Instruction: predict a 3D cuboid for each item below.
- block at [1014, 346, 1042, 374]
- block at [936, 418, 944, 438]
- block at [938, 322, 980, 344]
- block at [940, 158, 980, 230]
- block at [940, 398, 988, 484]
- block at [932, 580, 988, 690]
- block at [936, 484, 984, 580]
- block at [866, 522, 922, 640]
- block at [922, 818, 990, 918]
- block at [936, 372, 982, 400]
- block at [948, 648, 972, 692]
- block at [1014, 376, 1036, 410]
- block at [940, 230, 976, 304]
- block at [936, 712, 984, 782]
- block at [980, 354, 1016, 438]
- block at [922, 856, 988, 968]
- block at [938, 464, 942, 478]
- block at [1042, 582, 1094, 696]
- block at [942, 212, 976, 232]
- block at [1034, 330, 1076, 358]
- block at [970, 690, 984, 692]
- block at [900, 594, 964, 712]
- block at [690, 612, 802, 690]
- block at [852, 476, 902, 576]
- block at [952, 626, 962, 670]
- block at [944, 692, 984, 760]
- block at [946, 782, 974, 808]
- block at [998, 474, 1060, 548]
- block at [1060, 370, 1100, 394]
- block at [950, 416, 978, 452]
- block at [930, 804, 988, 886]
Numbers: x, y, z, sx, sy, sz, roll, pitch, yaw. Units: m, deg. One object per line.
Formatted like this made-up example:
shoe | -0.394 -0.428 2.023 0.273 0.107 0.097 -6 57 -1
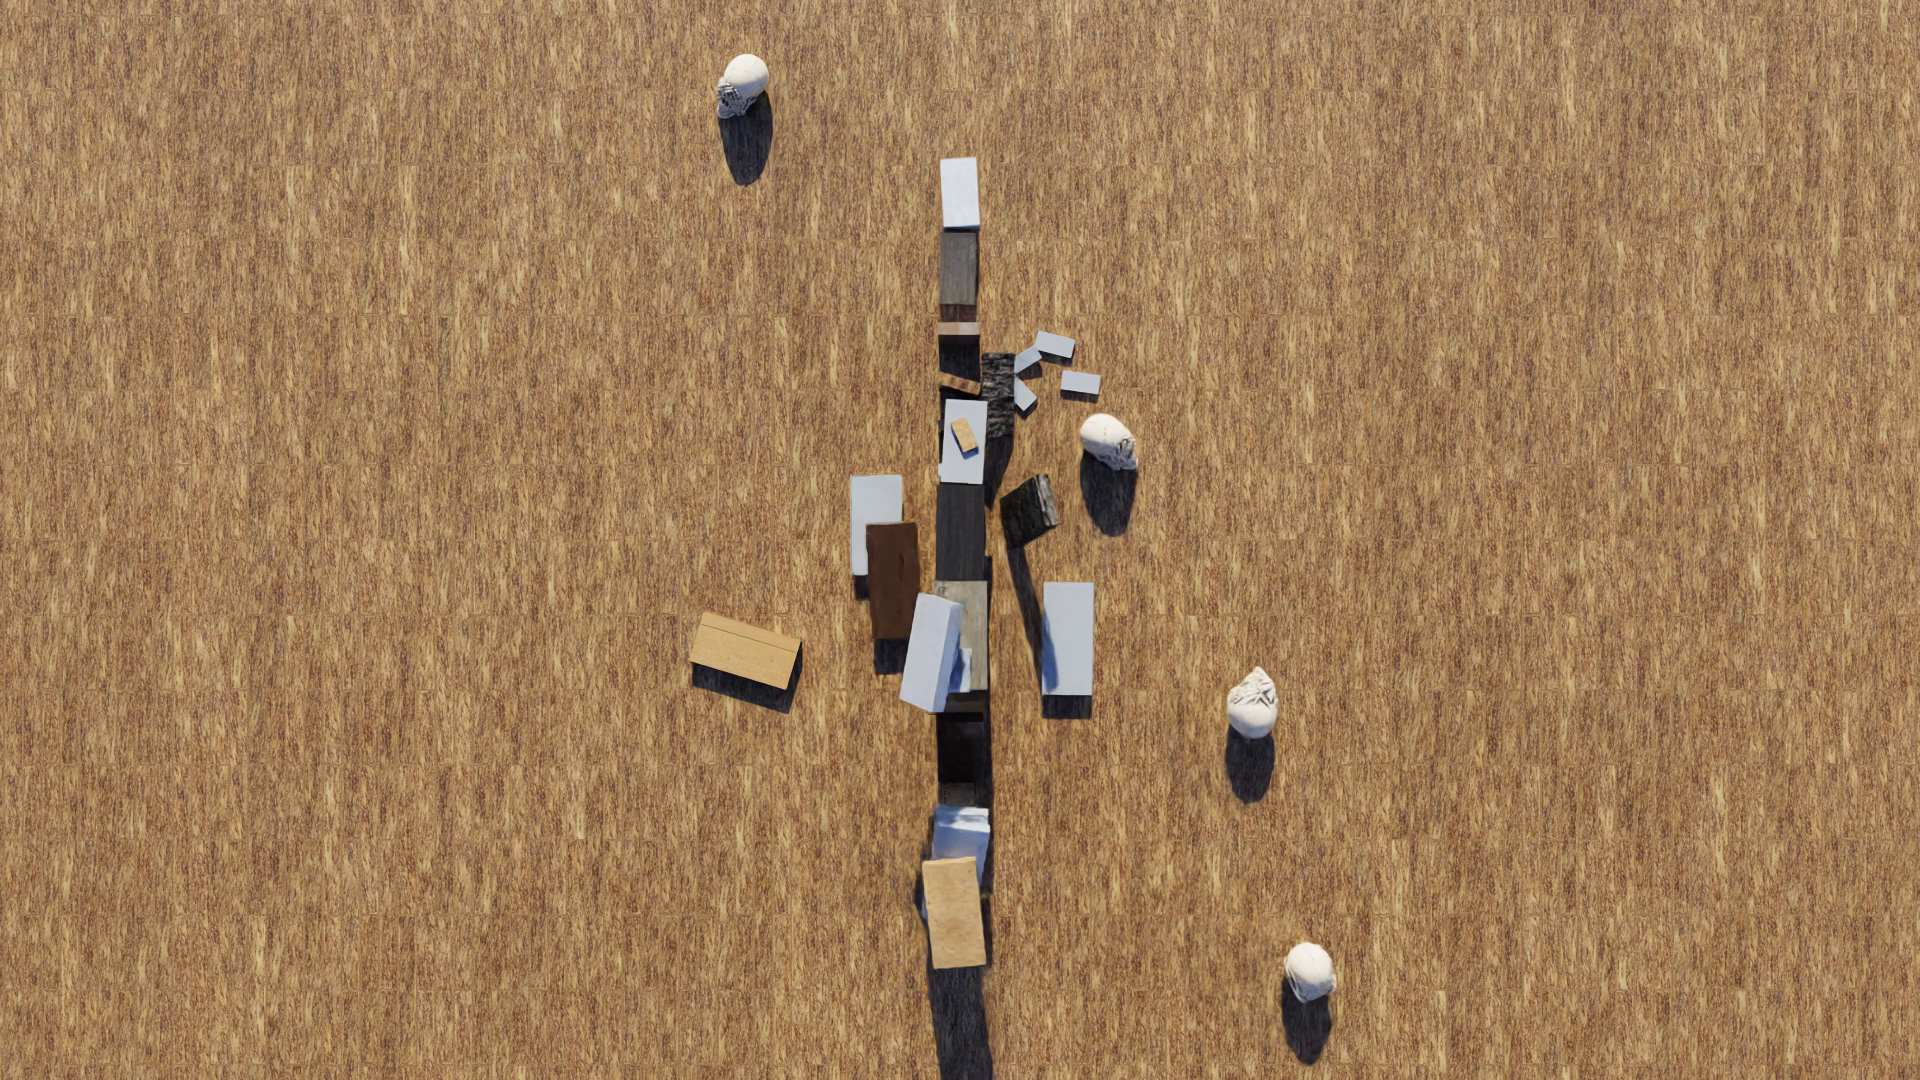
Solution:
block | 0.217 -0.600 5.483 0.102 0.014 0.051 -31 90 11
block | -0.005 -0.379 5.369 0.131 0.262 0.037 -16 90 0
block | -0.004 -0.671 5.365 0.135 0.271 0.038 0 90 0
block | 0.000 -1.142 5.444 0.118 0.033 0.236 -3 80 -1
block | 0.013 -0.310 5.219 0.131 0.037 0.262 4 90 0
block | 0.000 0.295 5.140 0.168 0.048 0.336 0 90 0
block | 0.000 -0.023 5.180 0.149 0.042 0.299 1 90 0
block | -0.215 0.132 5.430 0.168 0.048 0.378 -3 97 1
block | -0.014 1.068 5.315 0.170 0.048 0.340 8 109 -3
block | -0.002 -0.500 5.364 0.135 0.271 0.038 16 92 0
block | -0.002 0.404 5.106 0.067 0.019 0.134 3 90 0
block | 0.190 -0.496 5.491 0.063 0.018 0.126 -44 90 0
block | -0.007 -0.901 5.458 0.118 0.033 0.236 2 103 0
block | 0.000 0.679 5.384 0.149 0.042 0.299 0 132 0
block | 0.124 -0.476 5.417 0.038 0.135 0.271 7 99 36
block | -0.017 1.190 5.264 0.170 0.048 0.340 -6 96 4
block | -0.003 -0.224 5.369 0.131 0.262 0.037 0 90 0
block | 0.357 0.326 5.477 0.165 0.047 0.372 1 90 0
block | -0.004 -1.055 5.483 0.118 0.033 0.236 0 90 0
block | 0.315 -0.650 5.491 0.126 0.018 0.063 14 90 0
block | 0.004 0.477 5.350 0.149 0.299 0.042 0 78 0
block | -0.089 0.345 5.059 0.048 0.168 0.336 6 96 -39
block | -0.712 0.366 5.476 0.336 0.048 0.168 17 90 0
block | -0.274 -0.049 5.477 0.165 0.047 0.329 -1 90 0
block | -0.032 0.324 5.078 0.019 0.067 0.134 6 96 -39
block | 0.004 0.607 5.380 0.149 0.042 0.299 0 135 0
block | -0.002 0.855 5.416 0.091 0.182 0.026 0 121 0
block | 0.220 -0.091 5.327 0.047 0.329 0.165 -9 81 -21
block | 0.401 -0.524 5.491 0.126 0.018 0.063 8 90 0
block | 0.014 -0.333 5.194 0.051 0.014 0.102 -24 90 0
block | -0.011 1.048 5.360 0.170 0.048 0.382 5 109 -2
